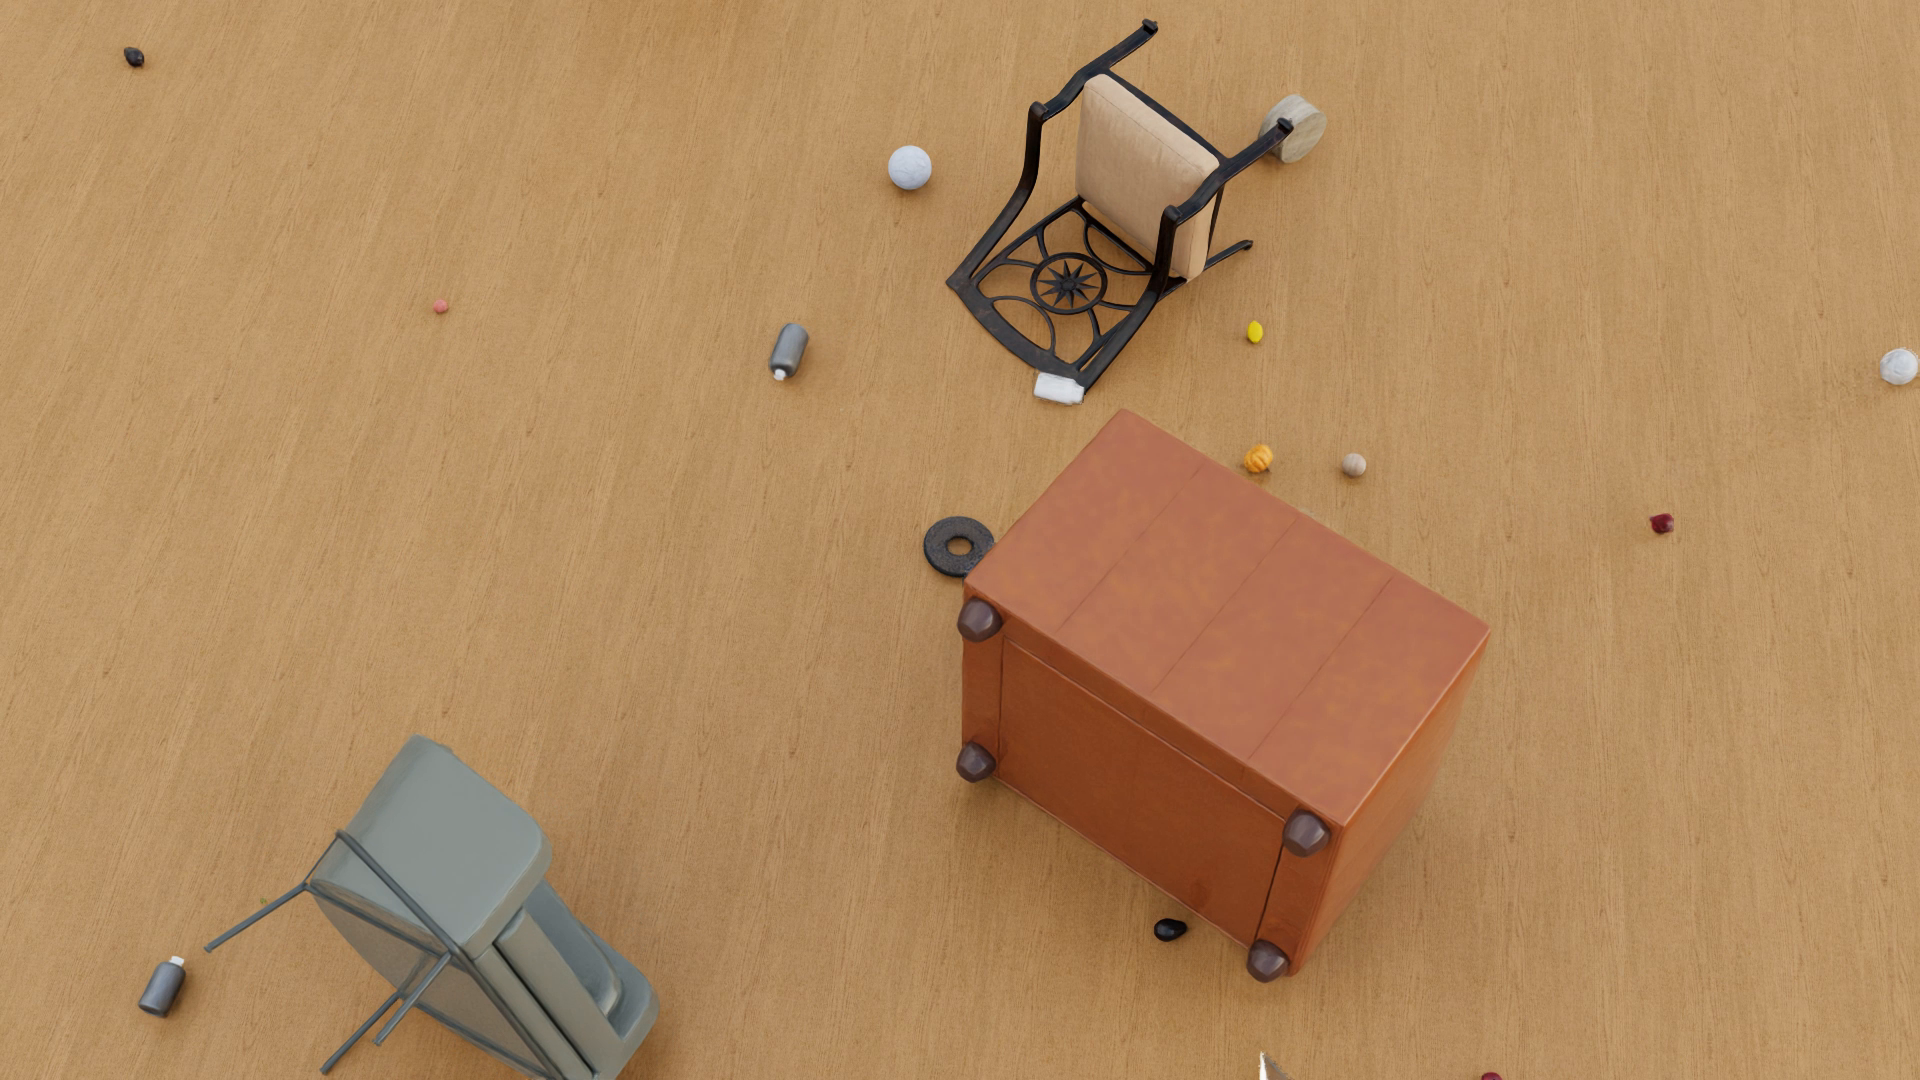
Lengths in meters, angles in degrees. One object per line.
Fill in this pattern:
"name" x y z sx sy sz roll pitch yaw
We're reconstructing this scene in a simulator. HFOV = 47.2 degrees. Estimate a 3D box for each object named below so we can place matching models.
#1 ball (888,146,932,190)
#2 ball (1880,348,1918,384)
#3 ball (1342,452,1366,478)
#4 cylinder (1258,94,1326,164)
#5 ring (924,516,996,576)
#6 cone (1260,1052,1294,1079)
"ball" -0.166 -1.239 7.318 0.146 0.146 0.146 0 56 0
"ball" 2.932 -0.541 6.869 0.112 0.112 0.112 0 56 0
"ball" 1.197 -0.228 6.683 0.074 0.074 0.074 0 56 0
"cylinder" 1.115 -1.380 7.378 0.210 0.201 0.109 -18 54 -43
"ring" -0.002 0.019 6.532 0.212 0.048 0.219 -37 63 -23
"cone" 0.800 1.367 5.633 0.134 0.073 0.146 -2 39 -21
